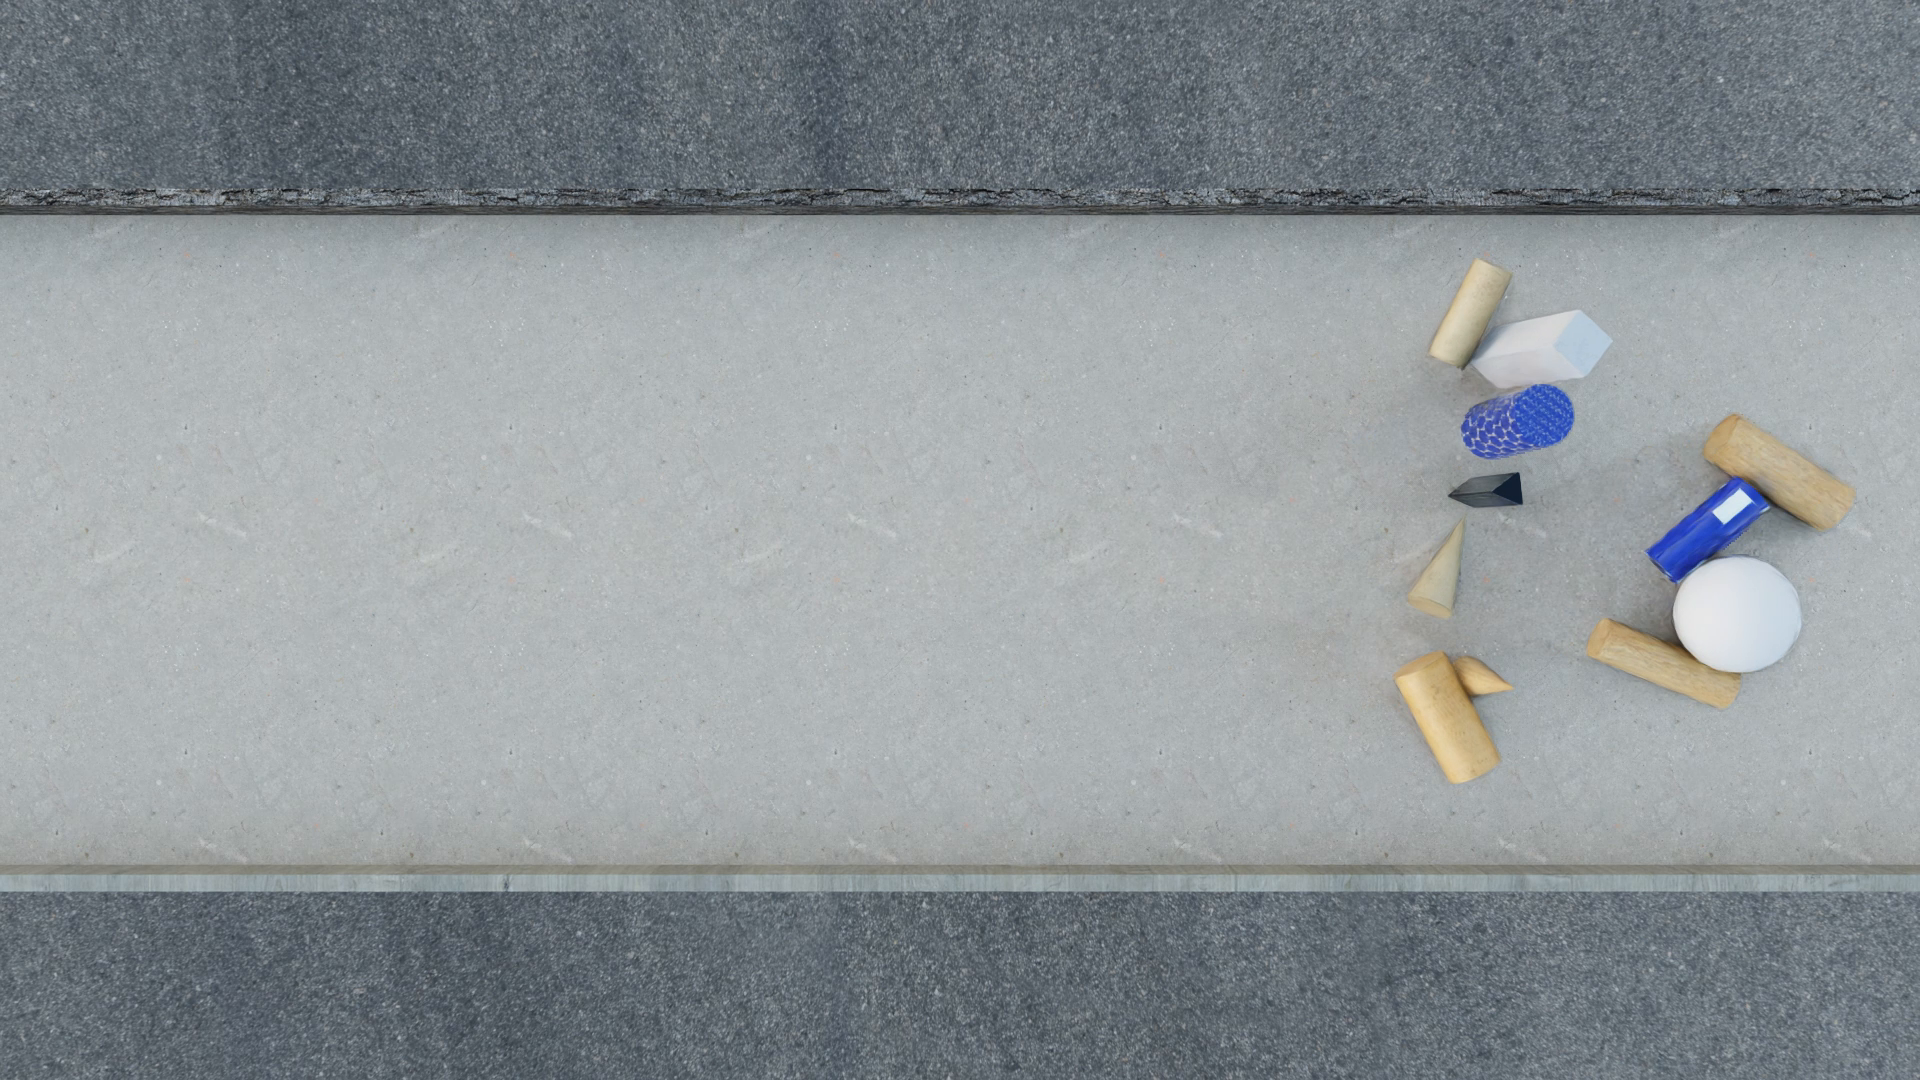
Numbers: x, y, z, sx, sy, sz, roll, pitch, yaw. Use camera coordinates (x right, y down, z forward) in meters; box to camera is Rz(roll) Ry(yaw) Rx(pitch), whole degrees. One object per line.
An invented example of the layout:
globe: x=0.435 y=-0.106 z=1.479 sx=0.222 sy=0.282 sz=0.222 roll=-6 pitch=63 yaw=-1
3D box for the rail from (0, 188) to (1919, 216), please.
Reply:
rail: x=-2.247 y=-1.025 z=5.002 sx=12.000 sy=0.150 sz=0.050 roll=0 pitch=90 yaw=0

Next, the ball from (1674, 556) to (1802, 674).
ball: x=2.302 y=0.221 z=4.888 sx=0.346 sy=0.346 sz=0.346 roll=0 pitch=90 yaw=0

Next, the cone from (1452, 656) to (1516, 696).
cone: x=1.565 y=0.419 z=4.860 sx=0.126 sy=0.433 sz=0.126 roll=0 pitch=90 yaw=0

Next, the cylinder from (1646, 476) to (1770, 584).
cylinder: x=2.252 y=-0.029 z=4.976 sx=0.342 sy=0.135 sz=0.135 roll=-43 pitch=90 yaw=11

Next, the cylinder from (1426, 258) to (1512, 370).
cylinder: x=1.538 y=-0.680 z=4.978 sx=0.123 sy=0.123 sz=0.310 roll=24 pitch=104 yaw=0

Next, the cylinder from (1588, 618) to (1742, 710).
cylinder: x=2.137 y=0.376 z=5.011 sx=0.425 sy=0.131 sz=0.131 roll=22 pitch=90 yaw=0

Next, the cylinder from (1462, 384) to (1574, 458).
cylinder: x=1.645 y=-0.347 z=4.884 sx=0.176 sy=0.365 sz=0.176 roll=0 pitch=87 yaw=-6

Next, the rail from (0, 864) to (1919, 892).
rail: x=-2.247 y=1.025 z=5.001 sx=12.000 sy=0.150 sz=0.050 roll=0 pitch=90 yaw=0

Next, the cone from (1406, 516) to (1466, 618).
cone: x=1.491 y=0.061 z=5.041 sx=0.144 sy=0.144 sz=0.325 roll=25 pitch=77 yaw=0

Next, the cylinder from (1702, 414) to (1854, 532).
cylinder: x=2.477 y=-0.203 z=4.997 sx=0.415 sy=0.155 sz=0.155 roll=33 pitch=90 yaw=0

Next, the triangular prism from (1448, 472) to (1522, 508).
triangular prism: x=1.558 y=-0.154 z=4.862 sx=0.092 sy=0.430 sz=0.079 roll=23 pitch=90 yaw=0

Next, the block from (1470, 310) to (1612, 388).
block: x=1.692 y=-0.554 z=4.834 sx=0.134 sy=0.455 sz=0.134 roll=39 pitch=83 yaw=-10

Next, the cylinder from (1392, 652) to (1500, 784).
cylinder: x=1.472 y=0.536 z=4.992 sx=0.169 sy=0.169 sz=0.363 roll=-28 pitch=90 yaw=0
